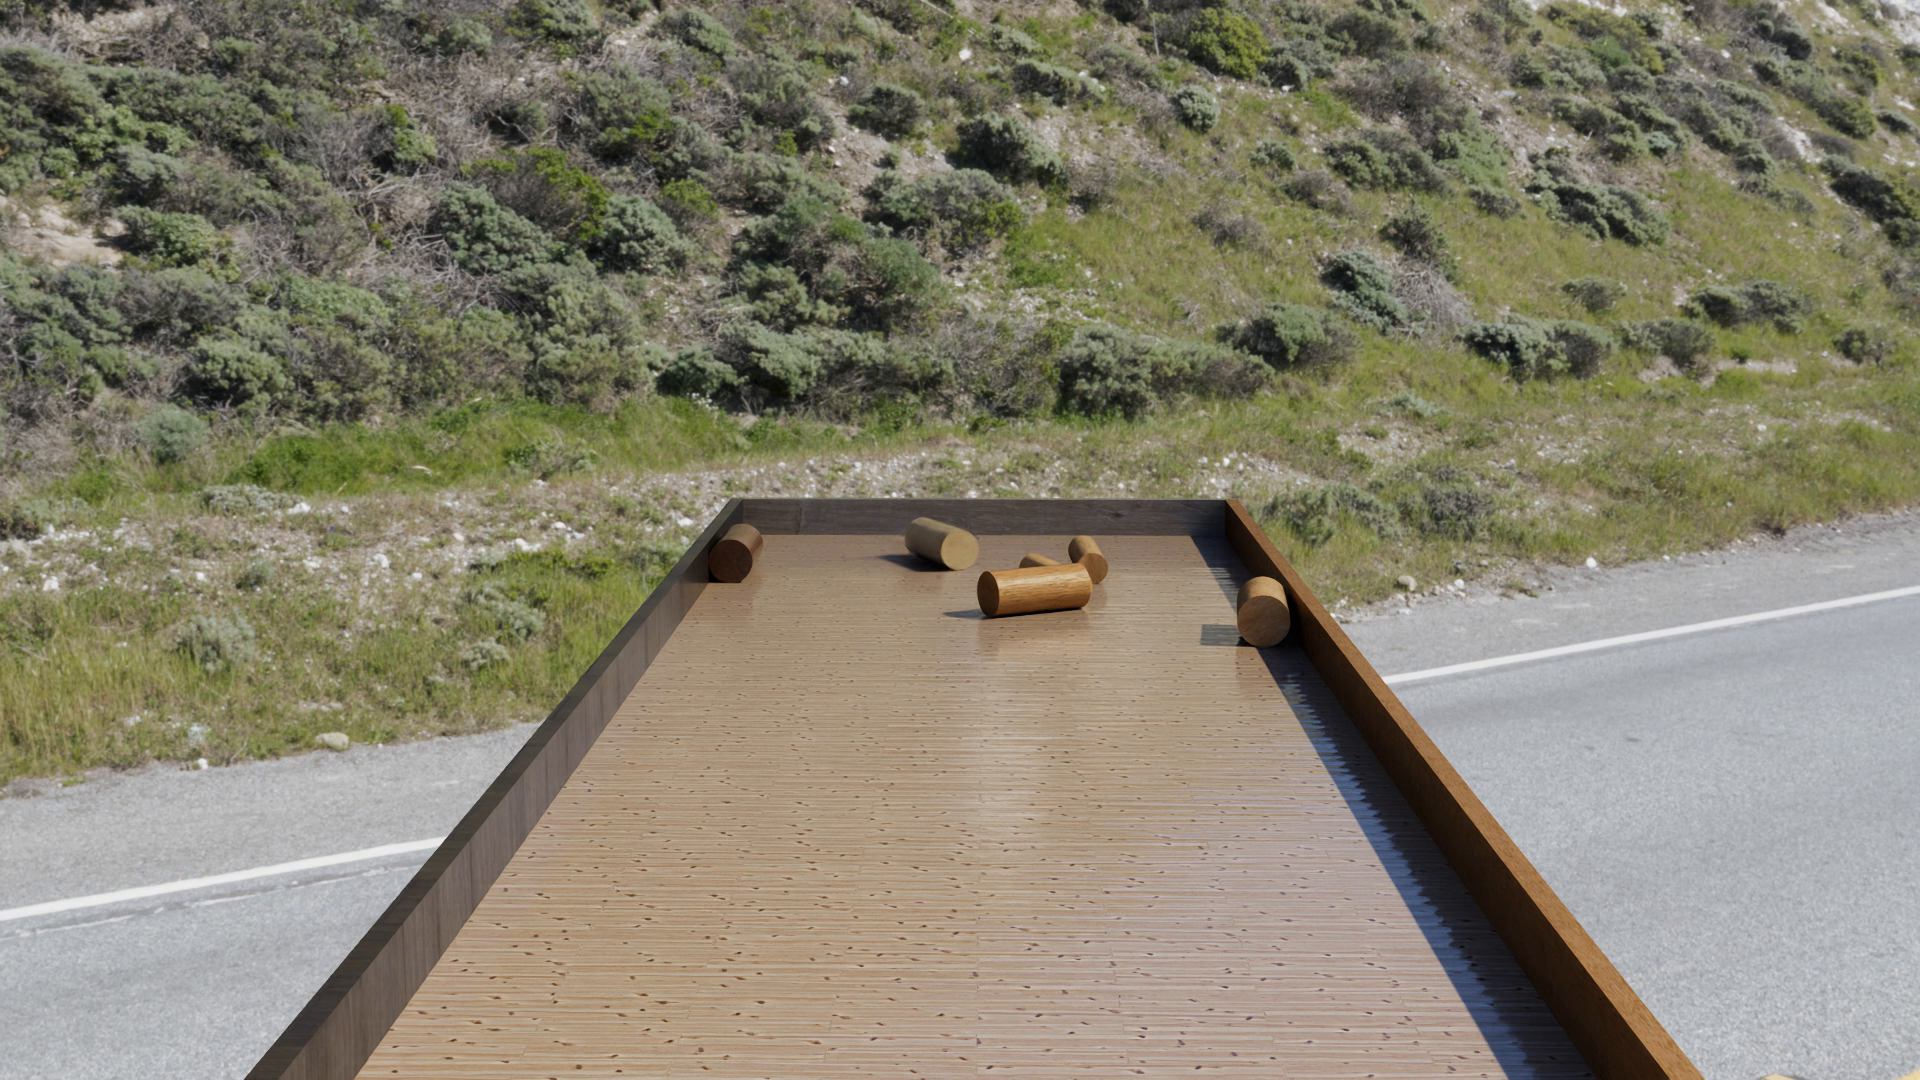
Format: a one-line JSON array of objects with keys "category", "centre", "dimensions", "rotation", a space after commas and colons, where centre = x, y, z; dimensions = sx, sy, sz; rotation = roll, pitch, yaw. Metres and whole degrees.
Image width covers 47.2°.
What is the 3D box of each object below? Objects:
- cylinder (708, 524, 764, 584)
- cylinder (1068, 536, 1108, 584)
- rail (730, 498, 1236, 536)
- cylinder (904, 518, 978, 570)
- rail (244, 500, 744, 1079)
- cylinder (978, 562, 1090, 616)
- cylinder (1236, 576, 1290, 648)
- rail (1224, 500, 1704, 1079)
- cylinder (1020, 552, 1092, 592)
[{"category": "cylinder", "centre": [-0.833, 0.047, 8.197], "dimensions": [0.161, 0.161, 0.388], "rotation": [0, 9, 1]}, {"category": "cylinder", "centre": [0.475, 0.071, 8.194], "dimensions": [0.114, 0.114, 0.416], "rotation": [0, 9, -1]}, {"category": "rail", "centre": [0.099, -0.098, 9.147], "dimensions": [2.100, 0.150, 0.050], "rotation": [0, 9, 1]}, {"category": "cylinder", "centre": [-0.073, 0.014, 8.430], "dimensions": [0.155, 0.155, 0.354], "rotation": [-4, 10, -24]}, {"category": "rail", "centre": [-1.004, 0.839, 3.234], "dimensions": [0.050, 0.150, 12.000], "rotation": [0, 9, 1]}, {"category": "cylinder", "centre": [0.251, 0.168, 7.458], "dimensions": [0.357, 0.154, 0.154], "rotation": [-5, 10, -28]}, {"category": "cylinder", "centre": [0.970, 0.228, 7.042], "dimensions": [0.166, 0.166, 0.339], "rotation": [1, 9, 7]}, {"category": "rail", "centre": [1.046, 0.843, 3.208], "dimensions": [0.050, 0.150, 12.000], "rotation": [0, 9, 1]}, {"category": "cylinder", "centre": [0.337, 0.133, 7.814], "dimensions": [0.113, 0.113, 0.407], "rotation": [-3, 10, -20]}]
